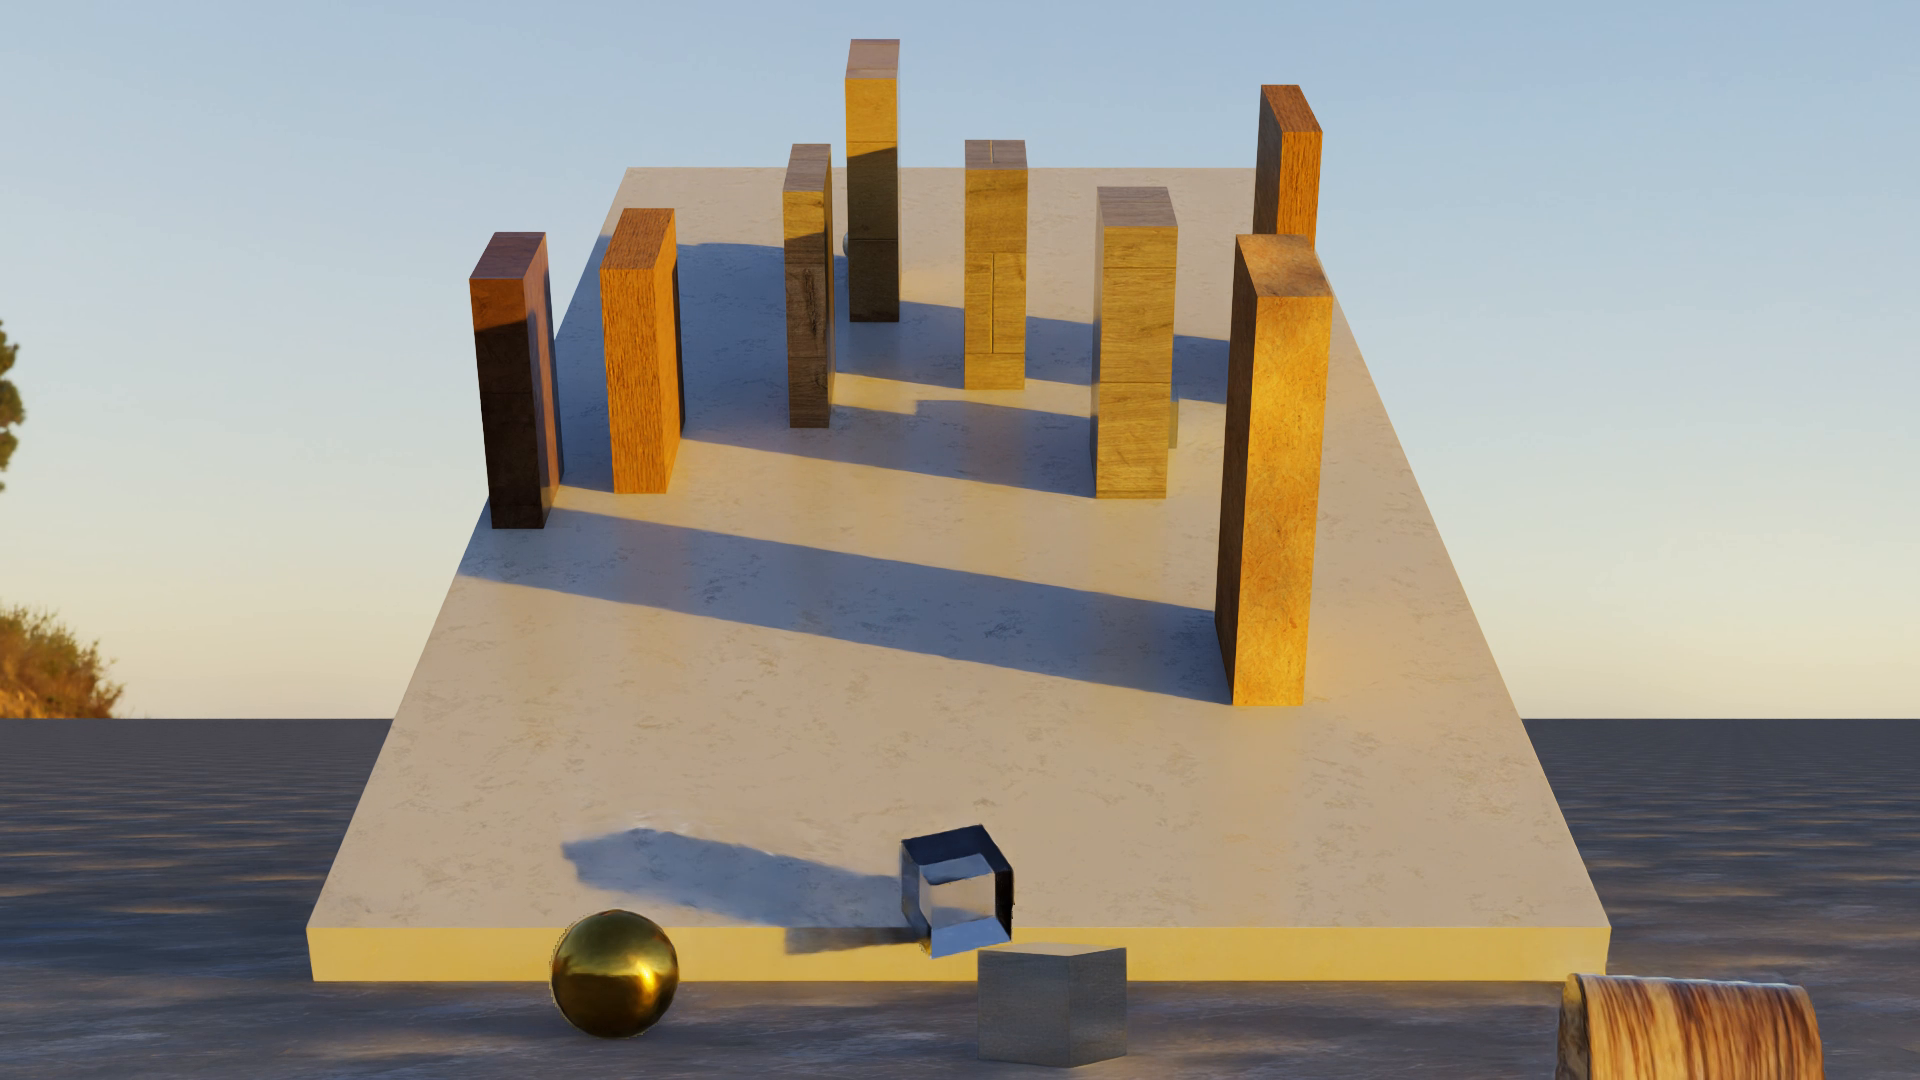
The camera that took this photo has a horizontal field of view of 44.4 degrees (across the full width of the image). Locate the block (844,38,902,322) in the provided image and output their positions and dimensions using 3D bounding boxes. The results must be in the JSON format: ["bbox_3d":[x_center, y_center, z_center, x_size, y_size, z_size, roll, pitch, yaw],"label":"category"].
[{"bbox_3d":[-0.218,-0.924,6.029,0.126,0.628,0.400,0,26,0],"label":"block"}]

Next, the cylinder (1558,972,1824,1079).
[{"bbox_3d":[0.611,0.465,1.985,0.186,0.186,0.186,3,-4,8],"label":"cylinder"}]

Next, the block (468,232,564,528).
[{"bbox_3d":[-0.917,-0.333,4.892,0.107,0.547,0.294,0,26,0],"label":"block"}]

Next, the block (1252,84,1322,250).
[{"bbox_3d":[0.754,-0.689,5.508,0.088,0.661,0.403,0,26,0],"label":"block"}]

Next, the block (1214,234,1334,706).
[{"bbox_3d":[0.552,-0.123,4.199,0.125,0.776,0.327,0,26,0],"label":"block"}]

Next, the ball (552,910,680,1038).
[{"bbox_3d":[-0.442,0.556,3.015,0.163,0.163,0.163,0,-4,0],"label":"ball"}]

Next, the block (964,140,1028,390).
[{"bbox_3d":[0.082,-0.652,5.569,0.142,0.538,0.244,0,26,0],"label":"block"}]

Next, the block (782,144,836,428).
[{"bbox_3d":[-0.344,-0.587,5.409,0.089,0.559,0.371,0,26,0],"label":"block"}]

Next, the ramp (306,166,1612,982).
[{"bbox_3d":[-0.009,-0.229,5.426,2.000,0.100,4.000,0,26,0],"label":"ramp"}]

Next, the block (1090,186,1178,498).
[{"bbox_3d":[0.365,-0.419,5.010,0.149,0.606,0.270,0,26,0],"label":"block"}]

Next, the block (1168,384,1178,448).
[{"bbox_3d":[0.431,-0.280,5.290,0.112,0.112,0.112,1,26,2],"label":"block"}]

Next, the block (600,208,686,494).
[{"bbox_3d":[-0.685,-0.416,5.113,0.111,0.505,0.409,0,26,0],"label":"block"}]

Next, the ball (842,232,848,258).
[{"bbox_3d":[-0.265,-0.800,6.370,0.108,0.108,0.108,0,-4,0],"label":"ball"}]

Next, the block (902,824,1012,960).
[{"bbox_3d":[-0.006,0.533,3.577,0.131,0.131,0.131,-9,28,-19],"label":"block"}]

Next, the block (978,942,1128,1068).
[{"bbox_3d":[0.112,0.560,2.846,0.130,0.130,0.130,-3,-5,35],"label":"block"}]
